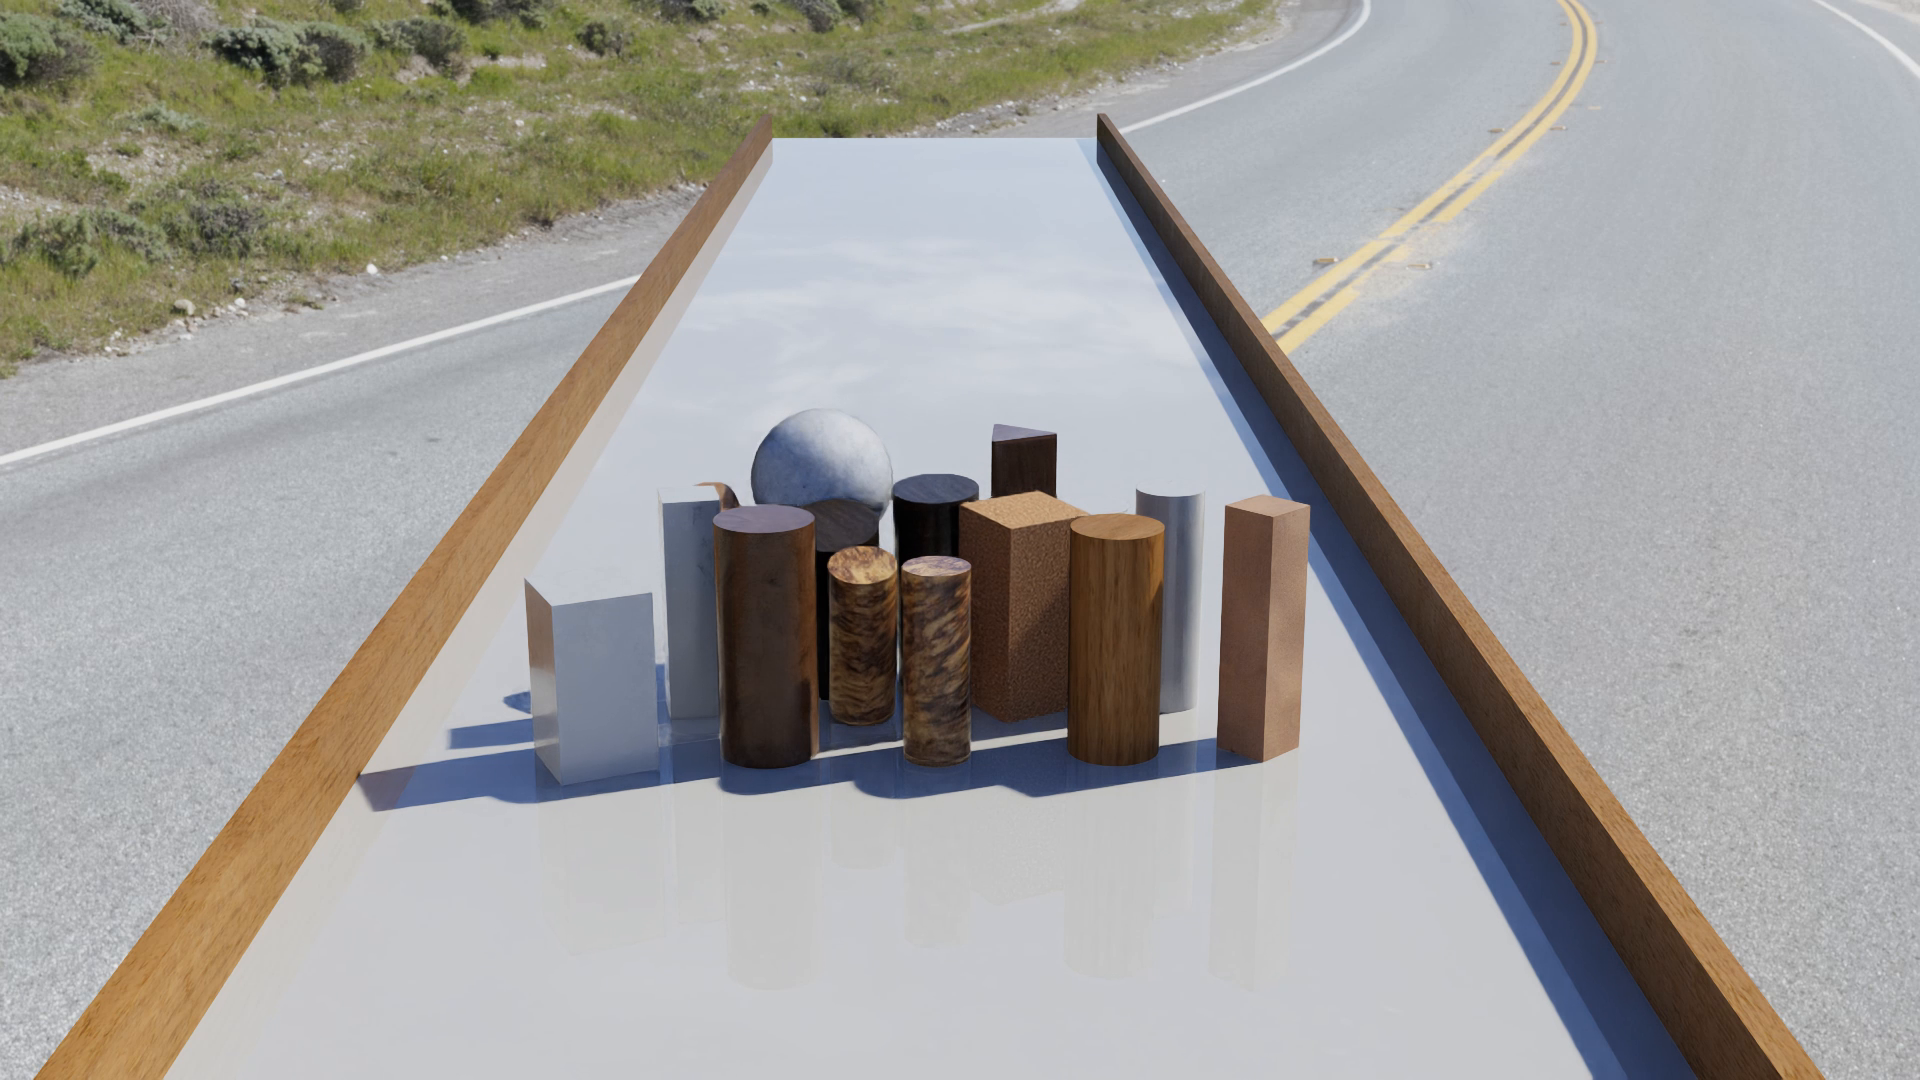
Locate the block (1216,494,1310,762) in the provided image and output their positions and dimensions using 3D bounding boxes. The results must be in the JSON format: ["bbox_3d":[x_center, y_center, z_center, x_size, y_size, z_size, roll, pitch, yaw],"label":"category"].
[{"bbox_3d":[0.538,0.156,3.906,0.105,0.453,0.105,-16,23,-42],"label":"block"}]

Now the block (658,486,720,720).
[{"bbox_3d":[-0.499,0.117,4.099,0.105,0.419,0.105,-4,17,-12],"label":"block"}]

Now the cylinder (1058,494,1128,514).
[{"bbox_3d":[0.254,0.086,4.370,0.154,0.323,0.154,0,17,0],"label":"cylinder"}]

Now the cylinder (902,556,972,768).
[{"bbox_3d":[-0.041,0.215,3.885,0.121,0.353,0.121,0,17,0],"label":"cylinder"}]

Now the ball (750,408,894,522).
[{"bbox_3d":[-0.267,-0.118,4.267,0.276,0.276,0.276,0,17,0],"label":"ball"}]

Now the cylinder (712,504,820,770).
[{"bbox_3d":[-0.342,0.170,3.894,0.178,0.433,0.178,0,17,0],"label":"cylinder"}]

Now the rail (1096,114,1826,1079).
[{"bbox_3d":[0.932,-0.844,7.801,0.050,0.150,12.000,0,17,-1],"label":"rail"}]

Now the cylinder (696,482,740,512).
[{"bbox_3d":[-0.441,0.069,4.307,0.147,0.369,0.147,-14,41,12],"label":"cylinder"}]

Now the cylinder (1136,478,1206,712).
[{"bbox_3d":[0.390,0.104,4.135,0.129,0.422,0.129,0,17,0],"label":"cylinder"}]

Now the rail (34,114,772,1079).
[{"bbox_3d":[-1.118,-0.838,7.780,0.050,0.150,12.000,0,17,-1],"label":"rail"}]

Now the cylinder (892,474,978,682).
[{"bbox_3d":[-0.043,0.083,4.237,0.165,0.391,0.165,-1,22,0],"label":"cylinder"}]

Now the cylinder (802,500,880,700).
[{"bbox_3d":[-0.231,0.116,4.160,0.171,0.350,0.171,-1,35,1],"label":"cylinder"}]

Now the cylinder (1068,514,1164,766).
[{"bbox_3d":[0.275,0.176,3.903,0.165,0.417,0.165,0,17,0],"label":"cylinder"}]

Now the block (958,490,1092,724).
[{"bbox_3d":[0.119,0.124,4.134,0.178,0.381,0.178,-10,21,-30],"label":"block"}]

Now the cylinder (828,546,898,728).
[{"bbox_3d":[-0.179,0.178,4.028,0.125,0.320,0.125,1,33,-1],"label":"cylinder"}]

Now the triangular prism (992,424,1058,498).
[{"bbox_3d":[0.105,-0.034,4.634,0.151,0.404,0.131,-8,18,-26],"label":"triangular prism"}]

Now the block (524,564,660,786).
[{"bbox_3d":[-0.647,0.234,3.867,0.177,0.326,0.177,-8,18,-24],"label":"block"}]
